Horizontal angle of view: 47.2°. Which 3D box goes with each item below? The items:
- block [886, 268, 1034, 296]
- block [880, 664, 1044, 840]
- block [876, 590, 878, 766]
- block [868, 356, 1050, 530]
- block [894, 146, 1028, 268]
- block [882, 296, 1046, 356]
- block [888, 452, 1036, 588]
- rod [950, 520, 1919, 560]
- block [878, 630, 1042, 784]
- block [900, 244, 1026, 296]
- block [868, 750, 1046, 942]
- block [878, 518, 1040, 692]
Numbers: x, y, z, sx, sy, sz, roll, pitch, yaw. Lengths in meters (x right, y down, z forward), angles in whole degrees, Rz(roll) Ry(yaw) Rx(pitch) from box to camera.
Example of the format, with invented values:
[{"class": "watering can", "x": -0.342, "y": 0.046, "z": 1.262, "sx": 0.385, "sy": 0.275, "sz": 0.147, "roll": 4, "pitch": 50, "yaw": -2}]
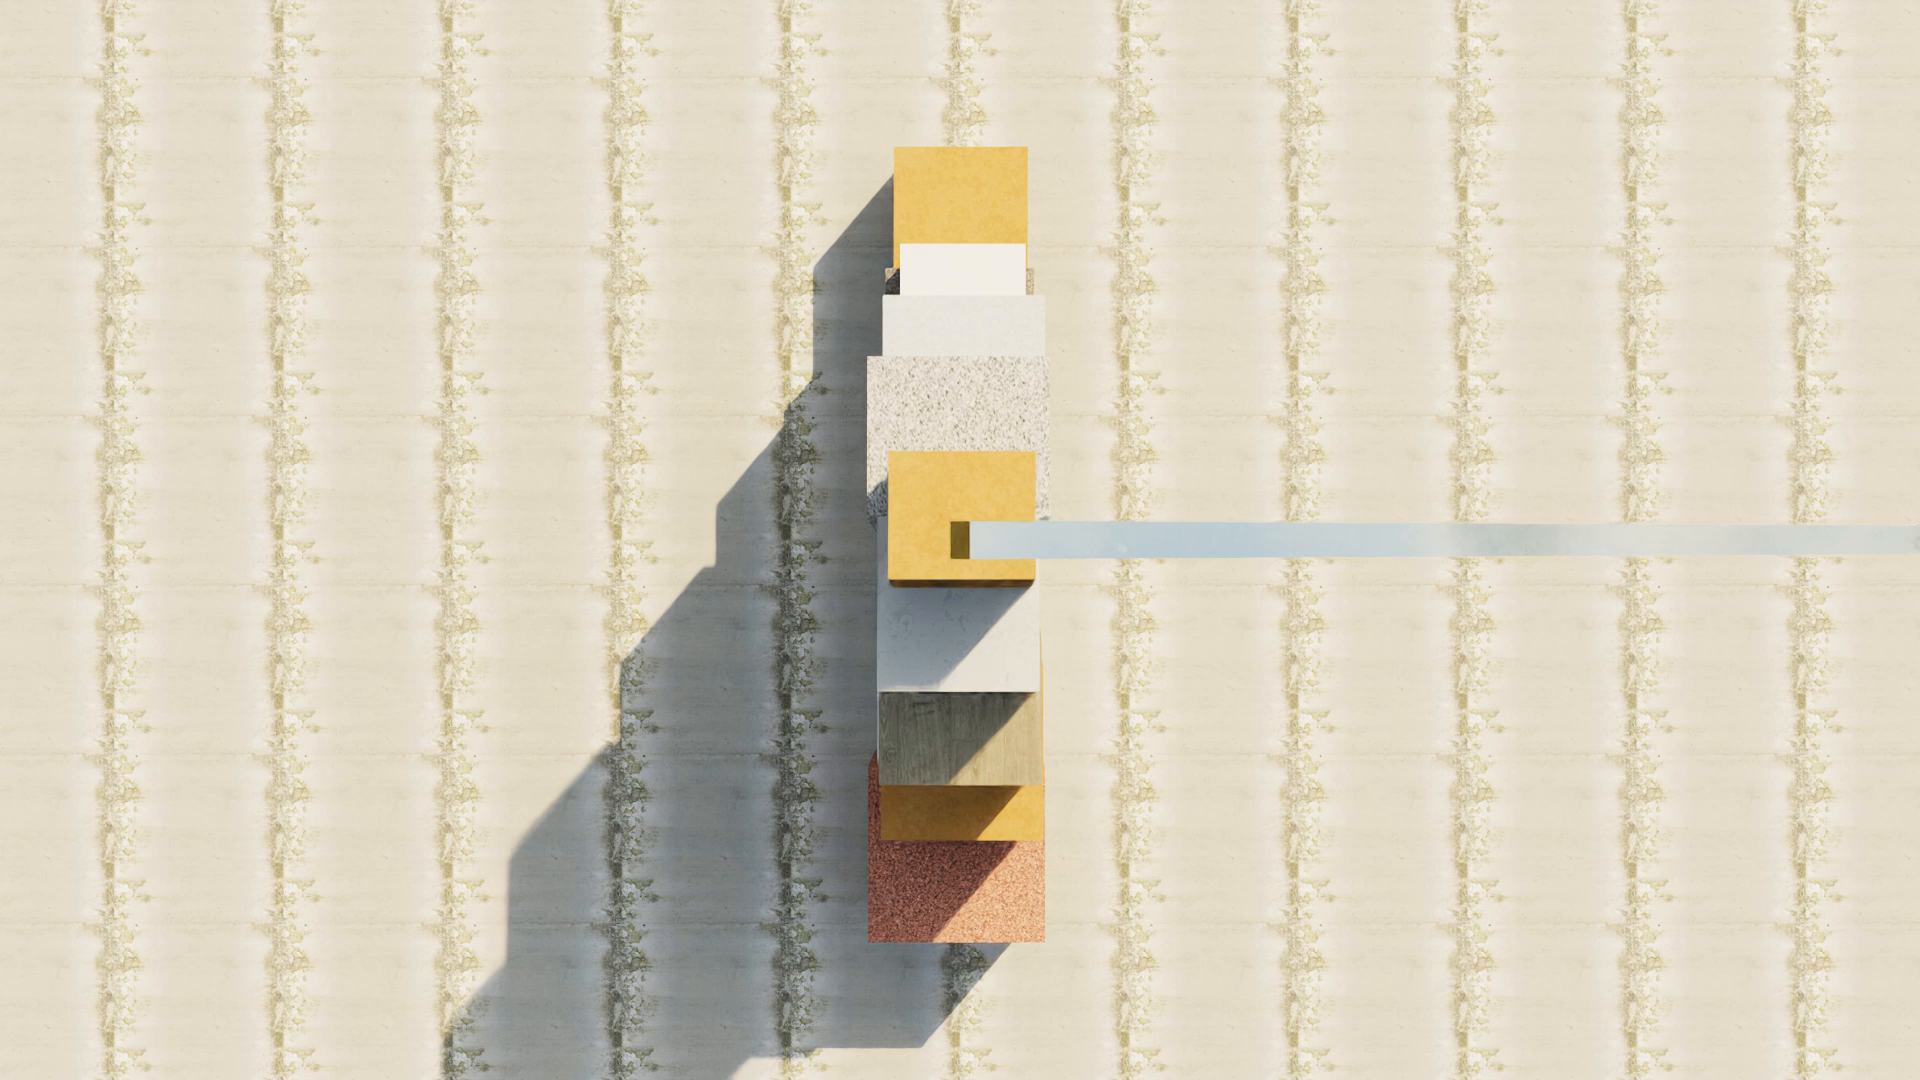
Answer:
[{"class": "block", "x": -0.002, "y": -1.055, "z": 12.547, "sx": 0.817, "sy": 0.907, "sz": 0.884, "roll": 0, "pitch": 90, "yaw": 0}, {"class": "block", "x": 0.011, "y": 1.081, "z": 11.556, "sx": 0.821, "sy": 0.901, "sz": 0.885, "roll": 0, "pitch": 89, "yaw": 0}, {"class": "block", "x": -0.019, "y": 0.754, "z": 12.507, "sx": 0.869, "sy": 0.986, "sz": 0.954, "roll": 0, "pitch": 90, "yaw": 0}, {"class": "block", "x": -0.006, "y": -0.431, "z": 10.180, "sx": 0.811, "sy": 0.862, "sz": 0.719, "roll": 0, "pitch": 86, "yaw": 0}, {"class": "block", "x": 0.004, "y": -1.852, "z": 12.640, "sx": 0.747, "sy": 0.720, "sz": 0.690, "roll": 0, "pitch": 90, "yaw": 0}, {"class": "block", "x": 0.019, "y": -0.751, "z": 11.007, "sx": 0.786, "sy": 0.722, "sz": 0.868, "roll": 0, "pitch": 90, "yaw": 0}, {"class": "block", "x": 0.008, "y": -0.079, "z": 9.381, "sx": 0.608, "sy": 0.632, "sz": 0.528, "roll": 0, "pitch": 86, "yaw": 0}, {"class": "rod", "x": 2.212, "y": 0.000, "z": 5.974, "sx": 5.200, "sy": 0.080, "sz": 0.080, "roll": 0, "pitch": 90, "yaw": -32}, {"class": "block", "x": 0.002, "y": 0.795, "z": 10.716, "sx": 0.767, "sy": 0.786, "sz": 0.726, "roll": 0, "pitch": 89, "yaw": 0}, {"class": "block", "x": 0.014, "y": -1.199, "z": 11.731, "sx": 0.647, "sy": 0.725, "sz": 0.663, "roll": 0, "pitch": 90, "yaw": 0}, {"class": "block", "x": -0.018, "y": 1.719, "z": 12.502, "sx": 0.966, "sy": 0.996, "sz": 0.956, "roll": 0, "pitch": 90, "yaw": 0}, {"class": "block", "x": -0.007, "y": 0.307, "z": 10.005, "sx": 0.712, "sy": 0.672, "sz": 0.767, "roll": 0, "pitch": 85, "yaw": 0}]
